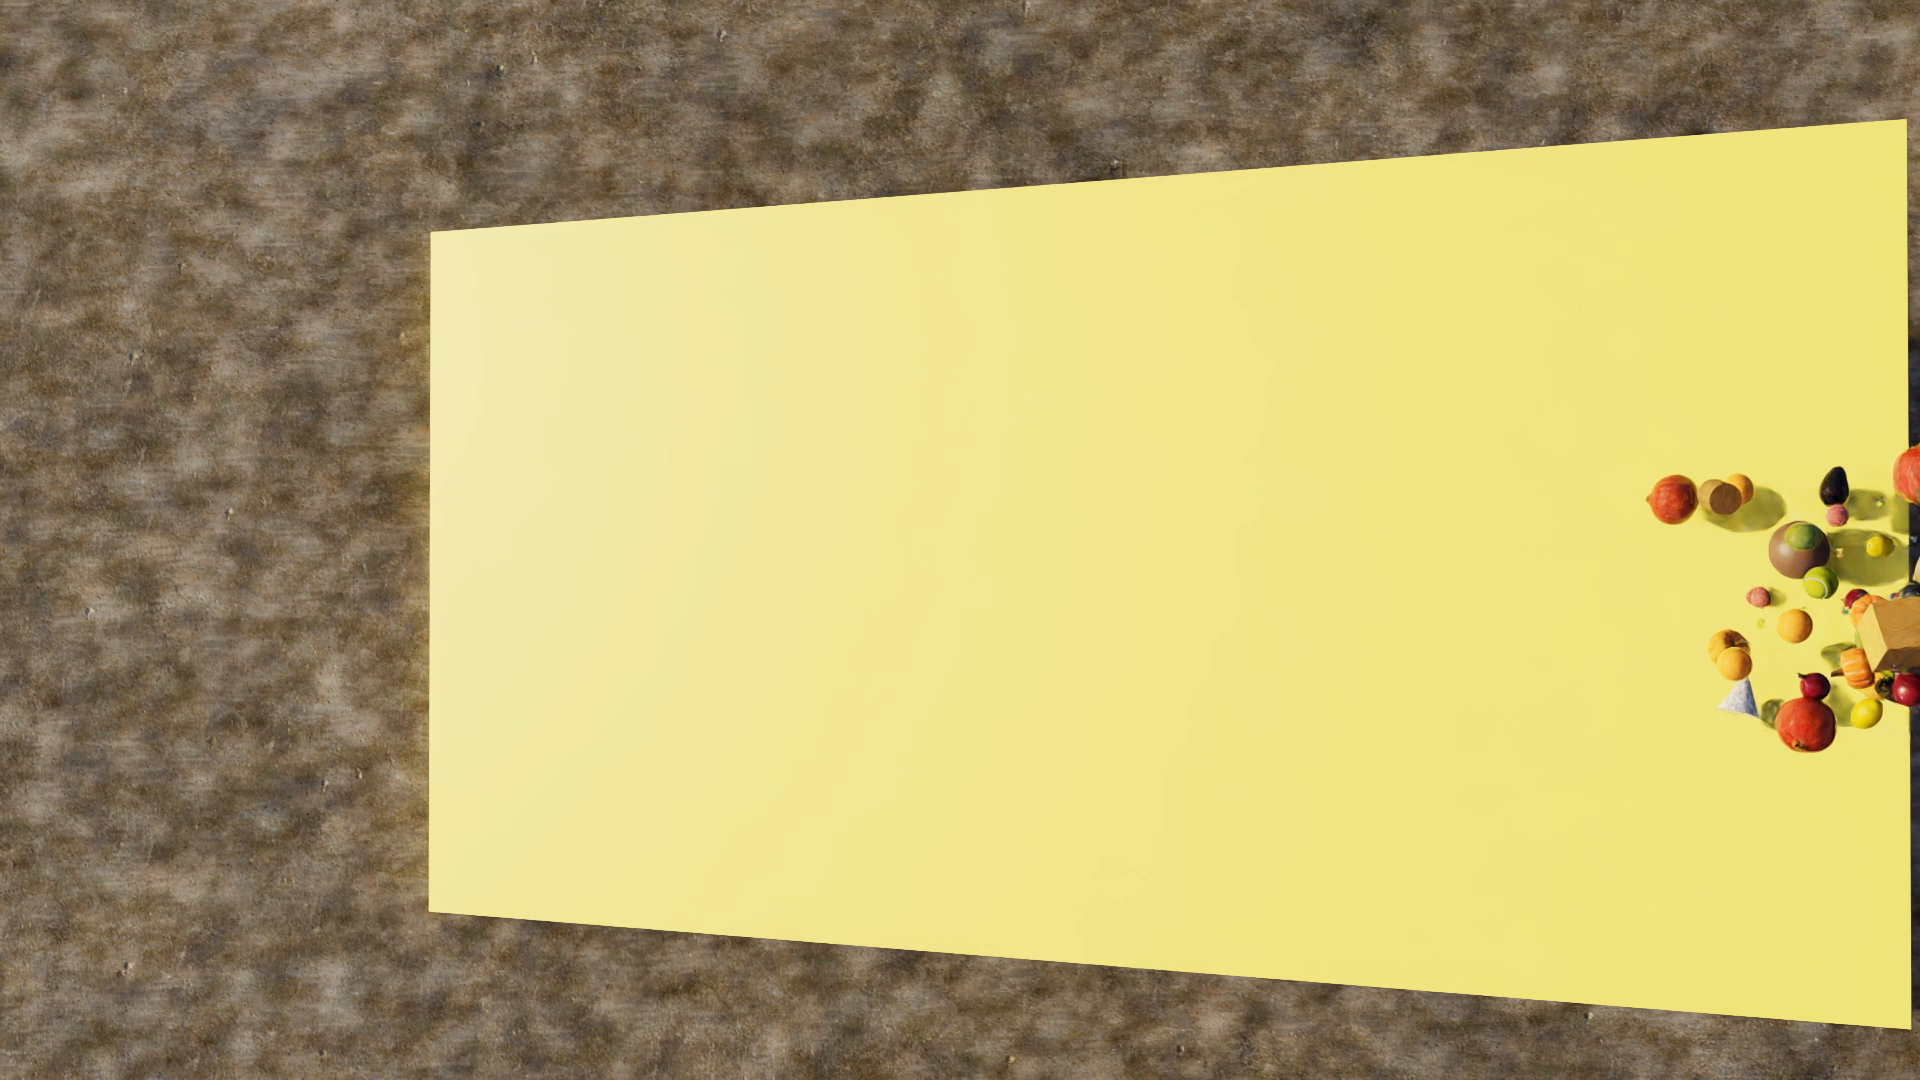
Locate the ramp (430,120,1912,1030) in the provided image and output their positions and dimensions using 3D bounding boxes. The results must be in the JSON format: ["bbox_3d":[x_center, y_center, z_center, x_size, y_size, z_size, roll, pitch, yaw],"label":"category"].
[{"bbox_3d":[0.283,0.083,5.701,4.000,0.100,2.000,0,89,24],"label":"ramp"}]

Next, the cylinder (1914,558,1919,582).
[{"bbox_3d":[1.805,0.055,4.043,0.072,0.072,0.072,25,89,35],"label":"cylinder"}]

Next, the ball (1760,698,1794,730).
[{"bbox_3d":[1.822,0.389,4.909,0.072,0.072,0.072,0,89,0],"label":"ball"}]

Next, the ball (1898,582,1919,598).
[{"bbox_3d":[1.823,0.108,4.199,0.056,0.056,0.056,0,89,0],"label":"ball"}]

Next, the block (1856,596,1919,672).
[{"bbox_3d":[1.692,0.170,3.966,0.095,0.095,0.095,-8,61,2],"label":"block"}]

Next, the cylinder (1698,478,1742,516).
[{"bbox_3d":[1.626,-0.092,4.707,0.070,0.070,0.070,0,100,-2],"label":"cylinder"}]

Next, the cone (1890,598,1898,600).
[{"bbox_3d":[1.920,0.172,4.476,0.082,0.082,0.082,15,66,0],"label":"cone"}]

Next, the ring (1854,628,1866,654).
[{"bbox_3d":[1.973,0.205,4.703,0.113,0.038,0.113,9,121,16],"label":"ring"}]

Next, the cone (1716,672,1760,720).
[{"bbox_3d":[1.724,0.336,4.841,0.096,0.096,0.096,14,85,0],"label":"cone"}]
